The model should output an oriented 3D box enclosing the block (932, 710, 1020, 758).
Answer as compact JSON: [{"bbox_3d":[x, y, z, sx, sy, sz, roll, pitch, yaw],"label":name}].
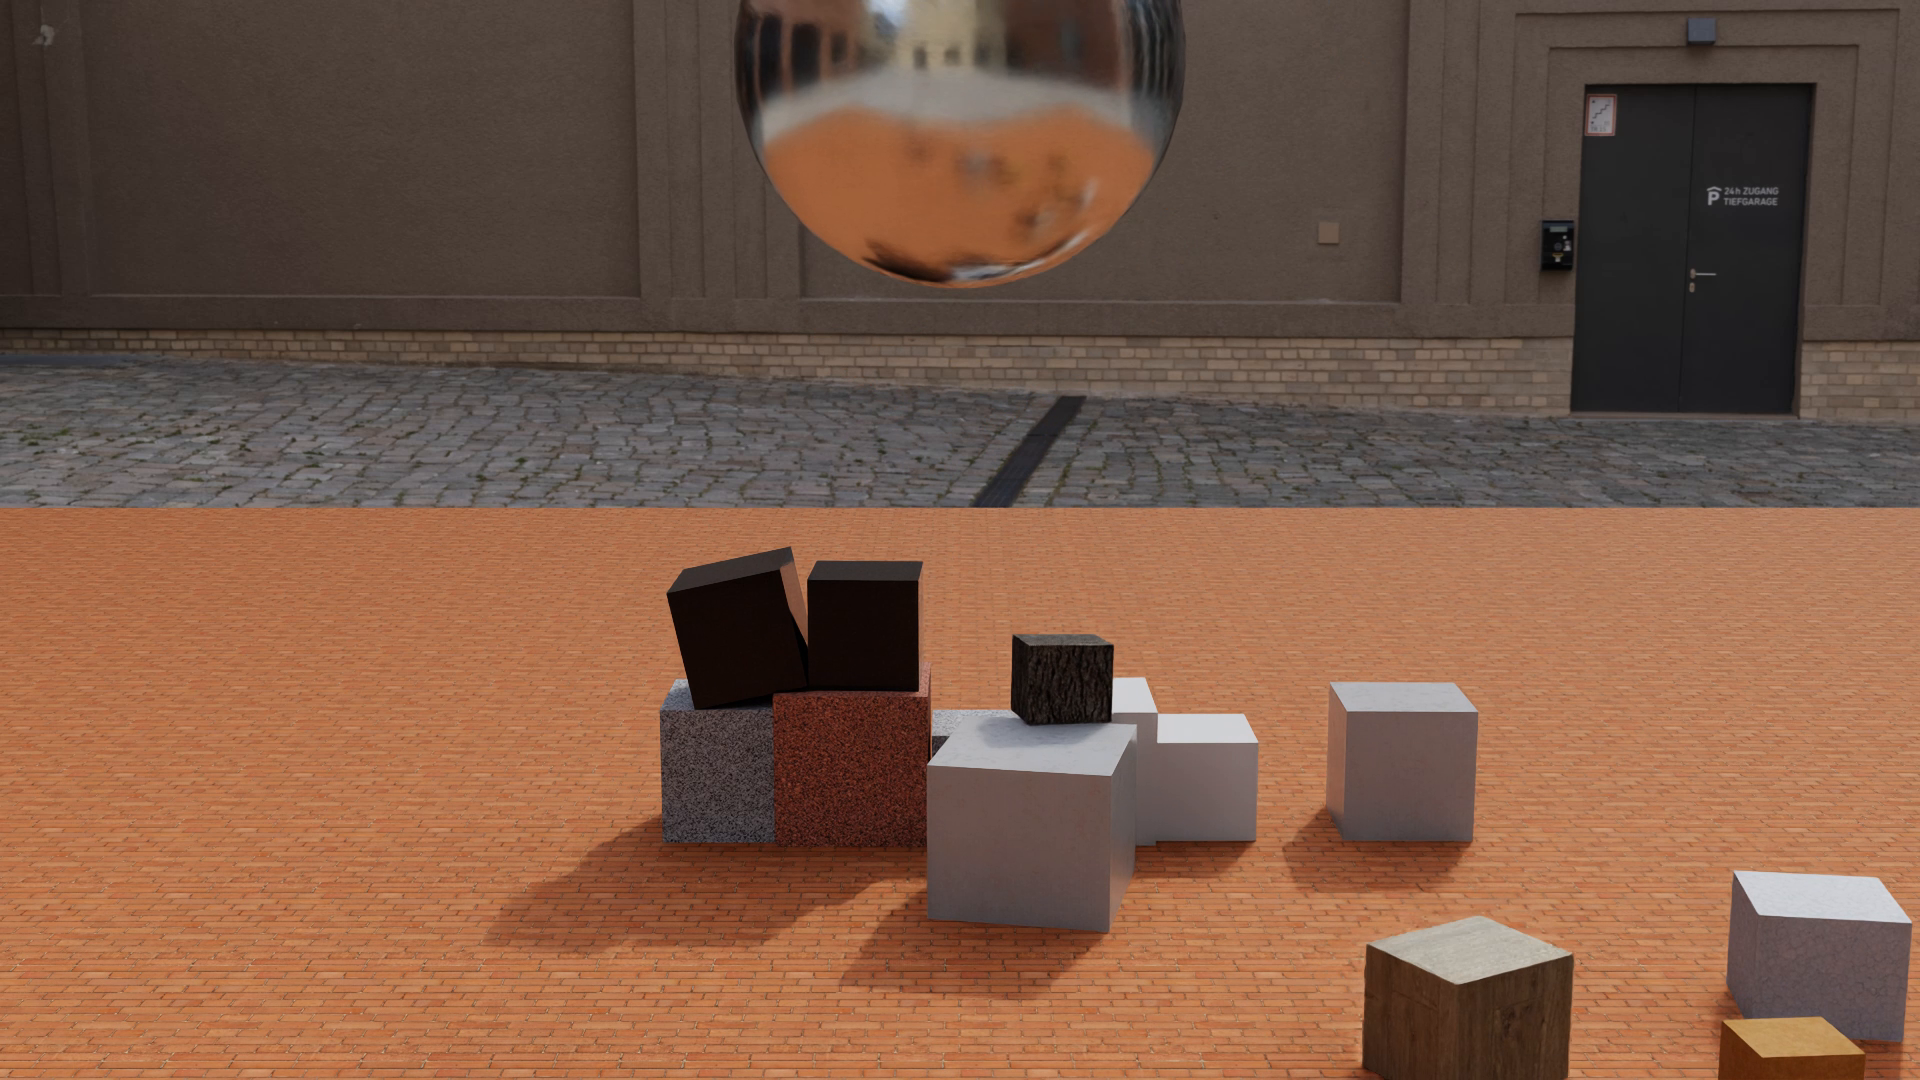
[{"bbox_3d":[0.117,1.210,11.383,0.518,0.548,0.517,0,10,0],"label":"block"}]

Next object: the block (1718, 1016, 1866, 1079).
[{"bbox_3d":[2.995,1.947,7.940,0.379,0.327,0.336,-1,10,-5],"label":"block"}]

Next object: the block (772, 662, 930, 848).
[{"bbox_3d":[-0.543,1.095,11.370,0.770,0.778,0.752,0,10,0],"label":"block"}]

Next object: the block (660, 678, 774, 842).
[{"bbox_3d":[-1.218,1.135,11.392,0.572,0.691,0.651,0,10,0],"label":"block"}]

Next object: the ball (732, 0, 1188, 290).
[{"bbox_3d":[0.000,-1.693,7.784,1.600,1.600,1.600,0,10,0],"label":"ball"}]

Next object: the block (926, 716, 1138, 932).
[{"bbox_3d":[0.352,1.310,10.325,0.839,0.727,0.887,2,11,12],"label":"block"}]

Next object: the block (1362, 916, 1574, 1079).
[{"bbox_3d":[1.924,1.787,8.351,0.590,0.496,0.491,-6,12,-31],"label":"block"}]

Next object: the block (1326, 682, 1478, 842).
[{"bbox_3d":[2.279,1.141,11.397,0.658,0.678,0.600,0,10,1],"label":"block"}]

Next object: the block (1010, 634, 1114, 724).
[{"bbox_3d":[0.498,0.676,10.788,0.416,0.378,0.395,0,5,-11],"label":"block"}]

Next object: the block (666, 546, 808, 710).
[{"bbox_3d":[-1.107,0.442,11.262,0.580,0.608,0.626,-12,10,3],"label":"block"}]

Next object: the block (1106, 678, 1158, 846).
[{"bbox_3d":[0.687,1.136,11.380,0.595,0.693,0.723,0,10,0],"label":"block"}]

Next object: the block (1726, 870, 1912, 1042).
[{"bbox_3d":[3.477,1.682,8.936,0.575,0.494,0.544,2,10,9],"label":"block"}]

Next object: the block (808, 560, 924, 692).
[{"bbox_3d":[-0.476,0.434,11.243,0.555,0.568,0.513,0,10,2],"label":"block"}]

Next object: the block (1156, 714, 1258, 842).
[{"bbox_3d":[1.246,1.224,11.395,0.513,0.515,0.566,0,10,0],"label":"block"}]
